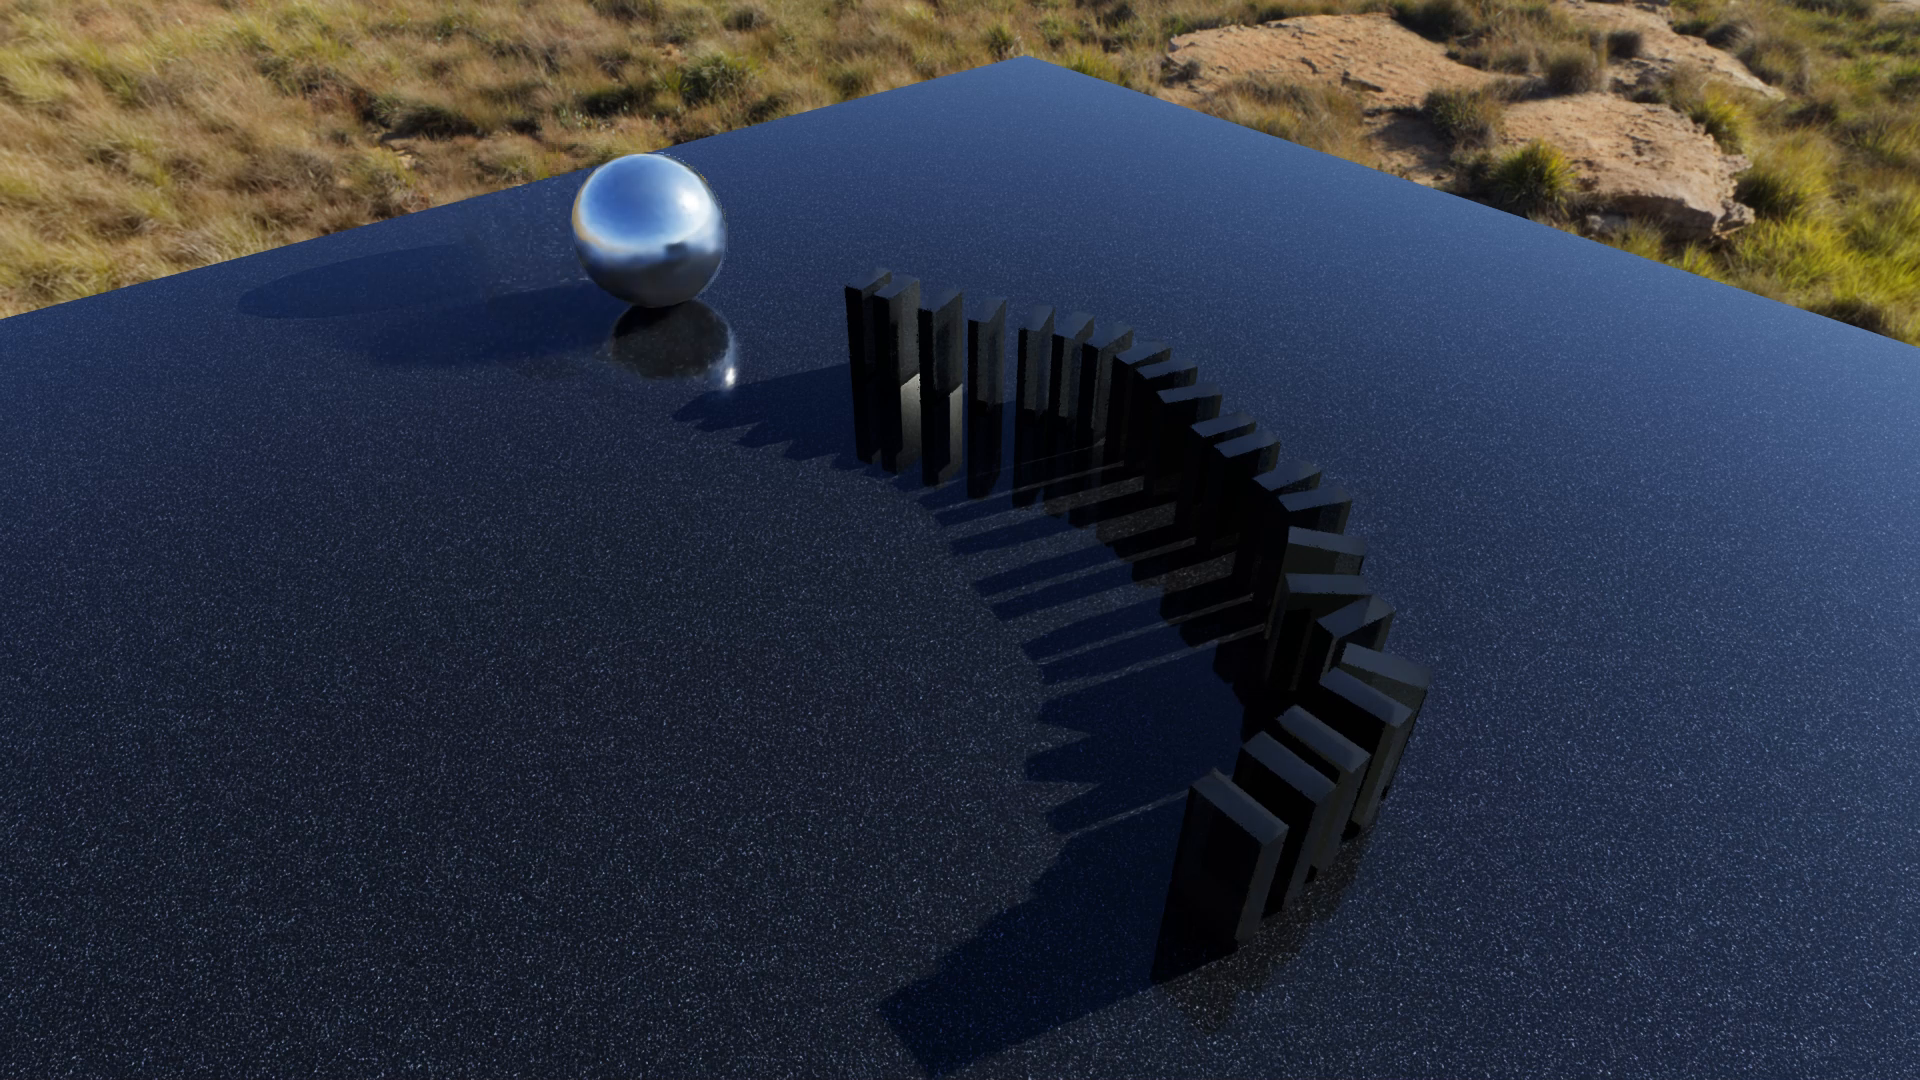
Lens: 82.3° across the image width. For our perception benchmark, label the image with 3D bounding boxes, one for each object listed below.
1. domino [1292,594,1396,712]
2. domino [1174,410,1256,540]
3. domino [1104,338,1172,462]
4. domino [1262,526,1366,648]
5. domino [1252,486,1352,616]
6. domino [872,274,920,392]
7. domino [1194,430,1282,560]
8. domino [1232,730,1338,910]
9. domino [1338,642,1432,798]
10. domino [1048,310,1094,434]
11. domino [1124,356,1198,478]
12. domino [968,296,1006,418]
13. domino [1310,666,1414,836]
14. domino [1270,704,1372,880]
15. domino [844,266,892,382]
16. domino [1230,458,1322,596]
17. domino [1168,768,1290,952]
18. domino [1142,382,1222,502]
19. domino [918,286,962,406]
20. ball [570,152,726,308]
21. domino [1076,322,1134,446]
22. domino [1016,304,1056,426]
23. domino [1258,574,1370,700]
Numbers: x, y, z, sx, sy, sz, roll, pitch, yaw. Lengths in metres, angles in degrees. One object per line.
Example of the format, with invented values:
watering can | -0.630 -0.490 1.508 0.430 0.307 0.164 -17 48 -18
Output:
domino | 0.124 0.043 0.359 0.025 0.050 0.010 -20 43 -23
domino | 0.102 -0.026 0.443 0.025 0.050 0.009 -17 42 -20
domino | 0.078 -0.061 0.486 0.025 0.050 0.009 -25 46 -28
domino | 0.124 0.020 0.388 0.025 0.050 0.009 11 41 13
domino | 0.126 0.004 0.406 0.025 0.050 0.009 -10 40 -12
domino | -0.030 -0.100 0.533 0.010 0.050 0.025 22 44 25
domino | 0.109 -0.017 0.433 0.025 0.050 0.010 -17 42 -20
domino | 0.089 0.080 0.313 0.010 0.050 0.025 -28 47 -30
domino | 0.127 0.057 0.342 0.025 0.050 0.010 18 43 21
domino | 0.051 -0.077 0.505 0.009 0.050 0.025 19 43 21
domino | 0.086 -0.053 0.476 0.025 0.050 0.009 -16 42 -18
domino | 0.012 -0.086 0.516 0.010 0.050 0.025 13 41 15
domino | 0.117 0.064 0.333 0.025 0.050 0.010 32 49 33
domino | 0.101 0.074 0.321 0.010 0.050 0.025 -29 47 -31
domino | -0.044 -0.106 0.540 0.010 0.050 0.025 21 44 24
domino | 0.119 -0.004 0.417 0.025 0.050 0.010 -20 43 -22
domino | 0.073 0.089 0.303 0.009 0.050 0.025 -28 47 -29
domino | 0.093 -0.040 0.461 0.025 0.050 0.010 -10 40 -12
domino | -0.009 -0.092 0.524 0.009 0.050 0.025 19 43 22
ball | -0.166 -0.165 0.589 0.080 0.080 0.080 0 39 0
domino | 0.065 -0.070 0.497 0.009 0.050 0.025 29 47 30
domino | 0.035 -0.081 0.510 0.010 0.050 0.025 13 41 15
domino | 0.118 0.034 0.371 0.025 0.050 0.009 2 39 2
